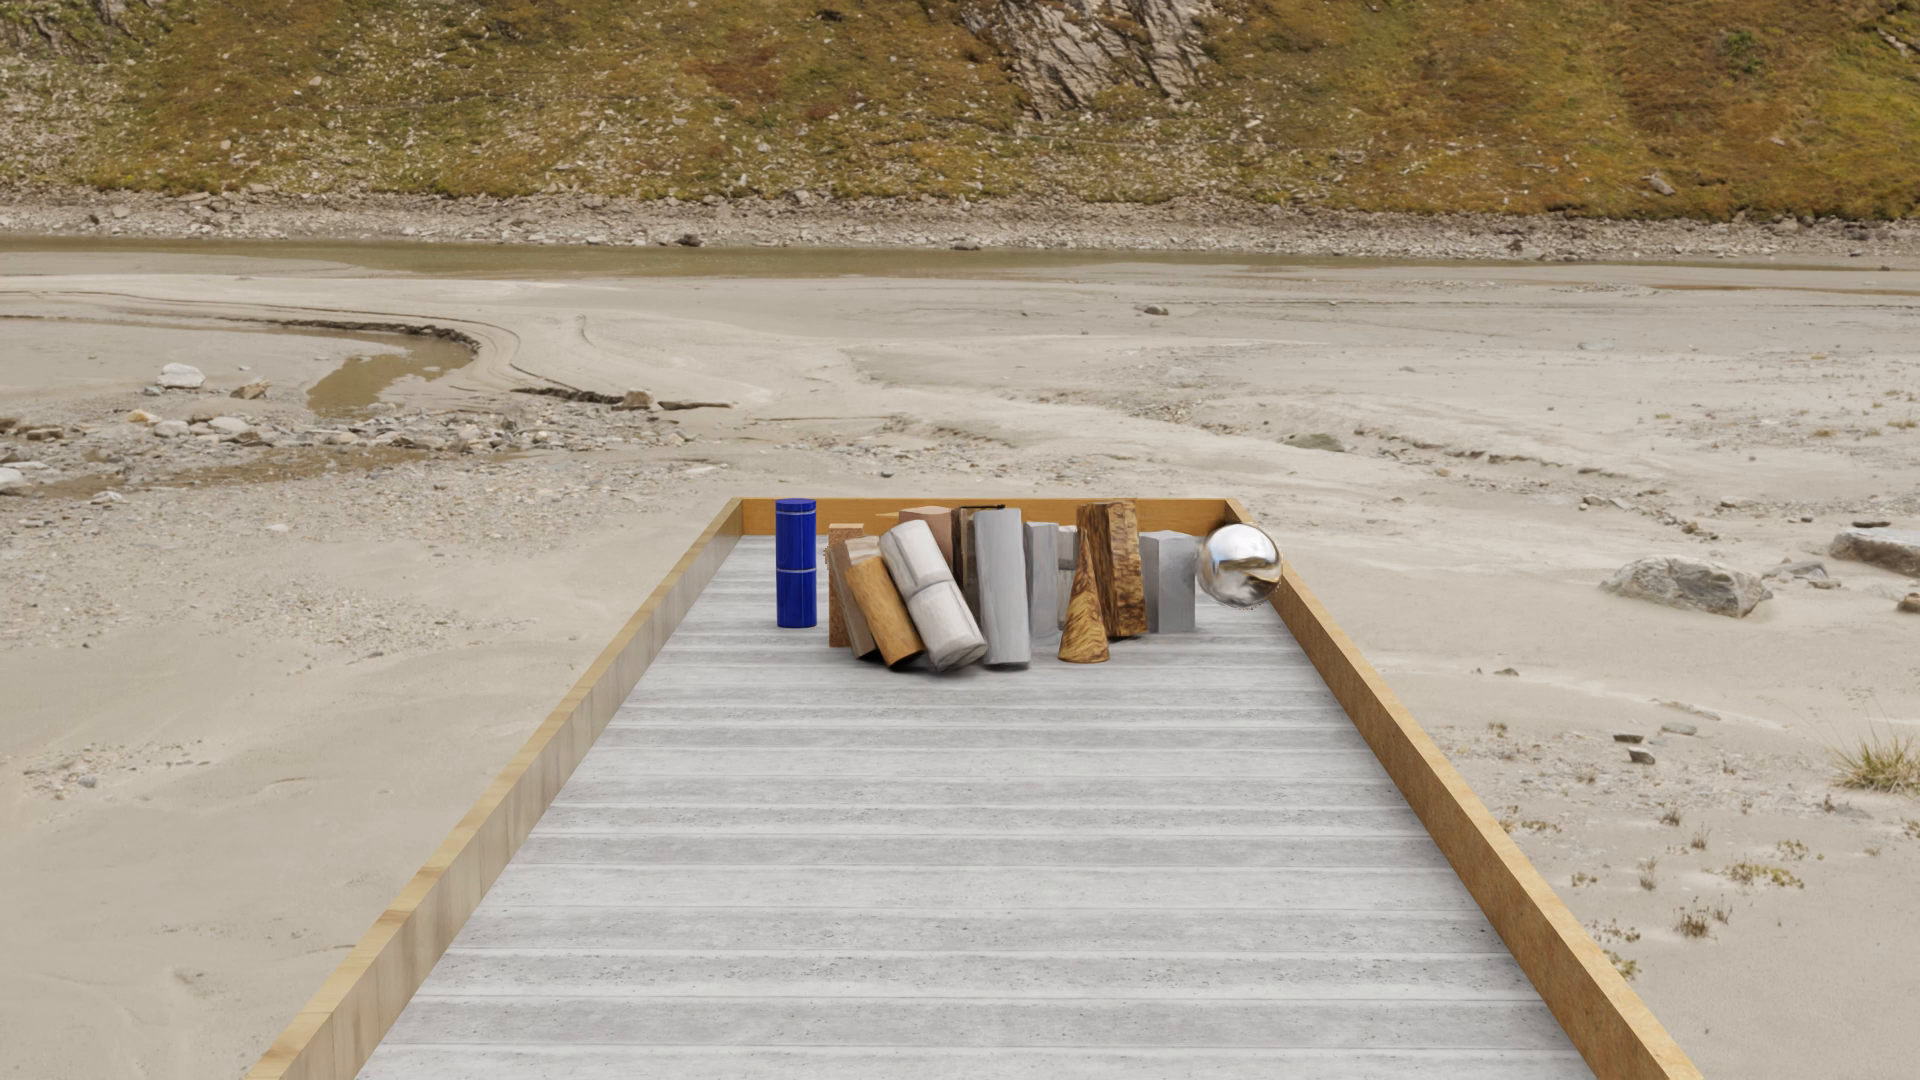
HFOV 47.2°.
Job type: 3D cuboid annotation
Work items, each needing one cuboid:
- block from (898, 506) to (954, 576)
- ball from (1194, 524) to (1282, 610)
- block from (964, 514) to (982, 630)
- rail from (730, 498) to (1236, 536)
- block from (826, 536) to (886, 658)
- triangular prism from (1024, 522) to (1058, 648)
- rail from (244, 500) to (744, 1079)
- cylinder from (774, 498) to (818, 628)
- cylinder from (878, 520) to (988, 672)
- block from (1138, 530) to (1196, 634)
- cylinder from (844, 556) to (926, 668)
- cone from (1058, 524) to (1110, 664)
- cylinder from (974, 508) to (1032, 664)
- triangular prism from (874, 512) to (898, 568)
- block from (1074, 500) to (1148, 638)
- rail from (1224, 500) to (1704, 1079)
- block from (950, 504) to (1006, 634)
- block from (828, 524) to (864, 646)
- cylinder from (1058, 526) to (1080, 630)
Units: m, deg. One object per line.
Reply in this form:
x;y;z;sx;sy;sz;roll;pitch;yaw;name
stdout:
-0.090;0.113;6.954;0.146;0.420;0.146;-9;13;-44;block
0.889;0.083;7.031;0.274;0.274;0.274;0;9;0;ball
0.090;0.107;7.186;0.149;0.360;0.149;3;9;16;block
0.099;-0.098;9.147;2.100;0.150;0.050;0;9;1;rail
-0.286;0.175;6.734;0.121;0.346;0.121;-8;-13;-37;block
0.235;0.137;6.921;0.113;0.384;0.097;-8;12;-40;triangular prism
-1.004;0.839;3.234;0.050;0.150;12.000;0;9;1;rail
-0.537;0.076;7.215;0.134;0.411;0.134;0;9;0;cylinder
-0.085;0.167;6.552;0.166;0.436;0.166;-22;-22;-10;cylinder
0.663;0.136;7.163;0.145;0.309;0.145;-5;11;-31;block
-0.224;0.216;6.579;0.128;0.314;0.128;-25;-11;-5;cylinder
0.379;0.157;6.697;0.162;0.413;0.162;0;9;0;cone
0.127;0.141;6.597;0.144;0.456;0.144;-4;-4;0;cylinder
-0.192;0.098;7.202;0.135;0.373;0.117;4;10;23;triangular prism
0.483;0.092;7.029;0.135;0.423;0.135;-3;4;44;block
1.046;0.843;3.208;0.050;0.150;12.000;0;9;1;rail
0.065;0.124;6.731;0.140;0.447;0.140;-2;-4;-13;block
-0.356;0.141;6.918;0.104;0.373;0.104;0;7;1;block
0.369;0.125;7.176;0.134;0.328;0.134;0;9;0;cylinder
